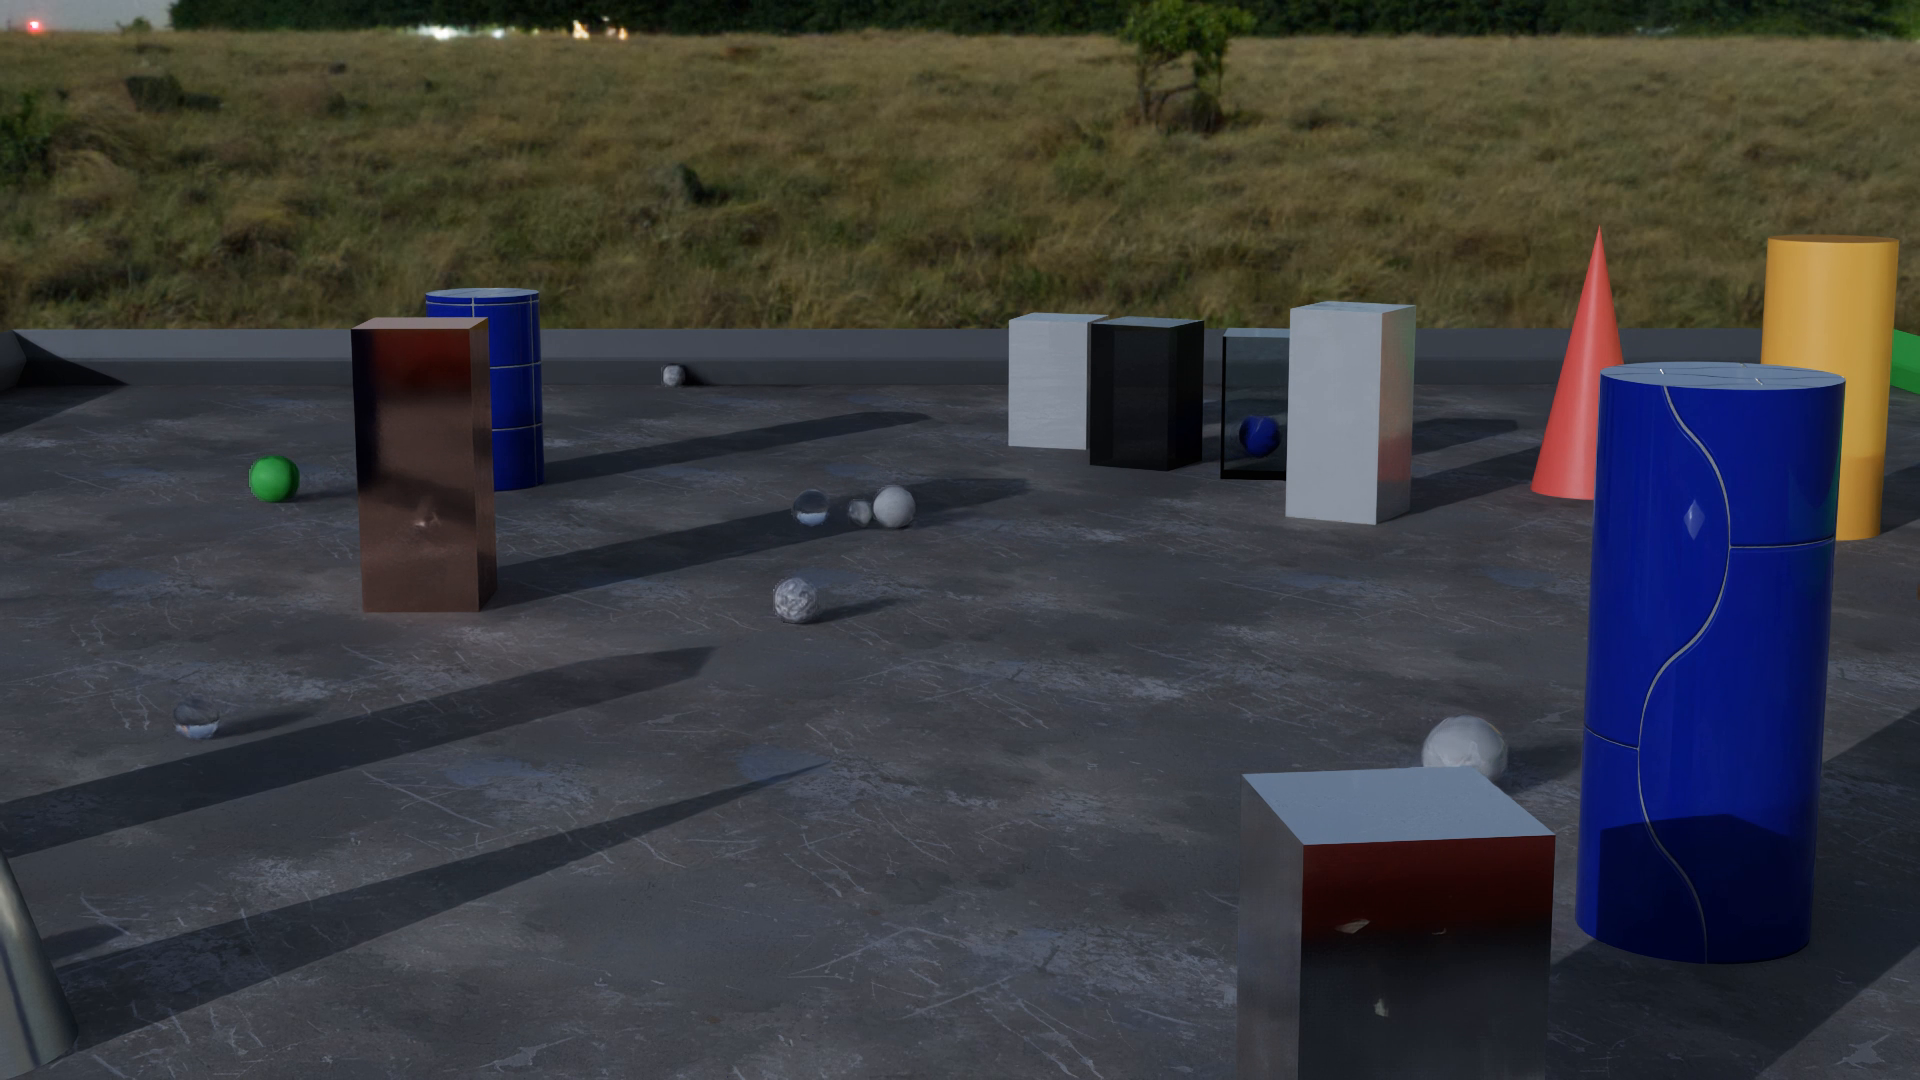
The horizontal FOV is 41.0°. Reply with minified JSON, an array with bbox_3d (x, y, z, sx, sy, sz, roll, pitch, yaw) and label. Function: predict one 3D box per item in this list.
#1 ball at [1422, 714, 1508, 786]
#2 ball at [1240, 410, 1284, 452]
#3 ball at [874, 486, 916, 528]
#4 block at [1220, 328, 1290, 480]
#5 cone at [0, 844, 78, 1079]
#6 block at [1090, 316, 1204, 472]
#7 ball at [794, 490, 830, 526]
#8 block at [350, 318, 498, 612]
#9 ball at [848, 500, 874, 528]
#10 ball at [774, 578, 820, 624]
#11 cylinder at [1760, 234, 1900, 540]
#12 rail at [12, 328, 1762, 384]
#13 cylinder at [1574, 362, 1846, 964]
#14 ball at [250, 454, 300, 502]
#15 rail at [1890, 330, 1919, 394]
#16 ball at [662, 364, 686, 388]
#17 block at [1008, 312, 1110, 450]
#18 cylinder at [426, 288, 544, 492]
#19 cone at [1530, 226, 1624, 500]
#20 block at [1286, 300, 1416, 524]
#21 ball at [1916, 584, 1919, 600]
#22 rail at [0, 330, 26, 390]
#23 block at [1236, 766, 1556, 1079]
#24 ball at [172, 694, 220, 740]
[{"bbox_3d":[0.506,0.218,2.570,0.085,0.085,0.085,0,11,0],"label":"ball"},{"bbox_3d":[0.574,-0.208,4.872,0.081,0.081,0.081,0,11,0],"label":"ball"},{"bbox_3d":[-0.104,-0.051,4.069,0.067,0.067,0.067,0,11,0],"label":"ball"},{"bbox_3d":[0.552,-0.245,4.600,0.156,0.254,0.156,2,11,9],"label":"block"},{"bbox_3d":[-0.765,0.224,1.899,0.195,0.318,0.195,0,11,0],"label":"cone"},{"bbox_3d":[0.345,-0.271,4.723,0.156,0.261,0.156,6,12,29],"label":"block"},{"bbox_3d":[-0.236,-0.051,4.090,0.059,0.059,0.059,0,11,0],"label":"ball"},{"bbox_3d":[-0.726,-0.105,3.493,0.156,0.382,0.156,0,11,-1],"label":"block"},{"bbox_3d":[-0.157,-0.042,4.081,0.043,0.043,0.043,0,11,0],"label":"ball"},{"bbox_3d":[-0.214,0.080,3.381,0.060,0.060,0.060,0,11,0],"label":"ball"},{"bbox_3d":[1.356,-0.242,4.026,0.195,0.458,0.195,0,11,0],"label":"cylinder"},{"bbox_3d":[-0.014,-0.417,5.870,4.311,0.126,0.045,0,11,0],"label":"rail"},{"bbox_3d":[0.626,0.097,2.155,0.195,0.474,0.195,0,11,0],"label":"cylinder"},{"bbox_3d":[-1.150,-0.103,4.312,0.080,0.080,0.080,0,11,0],"label":"ball"},{"bbox_3d":[2.132,0.030,3.461,0.045,0.126,4.971,0,11,0],"label":"rail"},{"bbox_3d":[-0.651,-0.373,5.843,0.053,0.053,0.053,0,11,0],"label":"ball"},{"bbox_3d":[0.193,-0.311,4.982,0.156,0.243,0.156,4,11,19],"label":"block"},{"bbox_3d":[-0.829,-0.264,4.482,0.195,0.335,0.195,0,11,0],"label":"cylinder"},{"bbox_3d":[1.086,-0.311,4.397,0.195,0.459,0.195,0,11,0],"label":"cone"},{"bbox_3d":[0.637,-0.210,4.180,0.156,0.339,0.156,6,12,29],"label":"block"},{"bbox_3d":[1.318,0.071,3.472,0.044,0.044,0.044,0,11,0],"label":"ball"},{"bbox_3d":[-2.132,0.035,3.437,0.045,0.126,4.971,0,11,0],"label":"rail"},{"bbox_3d":[0.271,0.298,1.634,0.156,0.269,0.156,-1,11,-7],"label":"block"},{"bbox_3d":[-0.833,0.193,2.798,0.050,0.050,0.050,0,11,0],"label":"ball"}]
